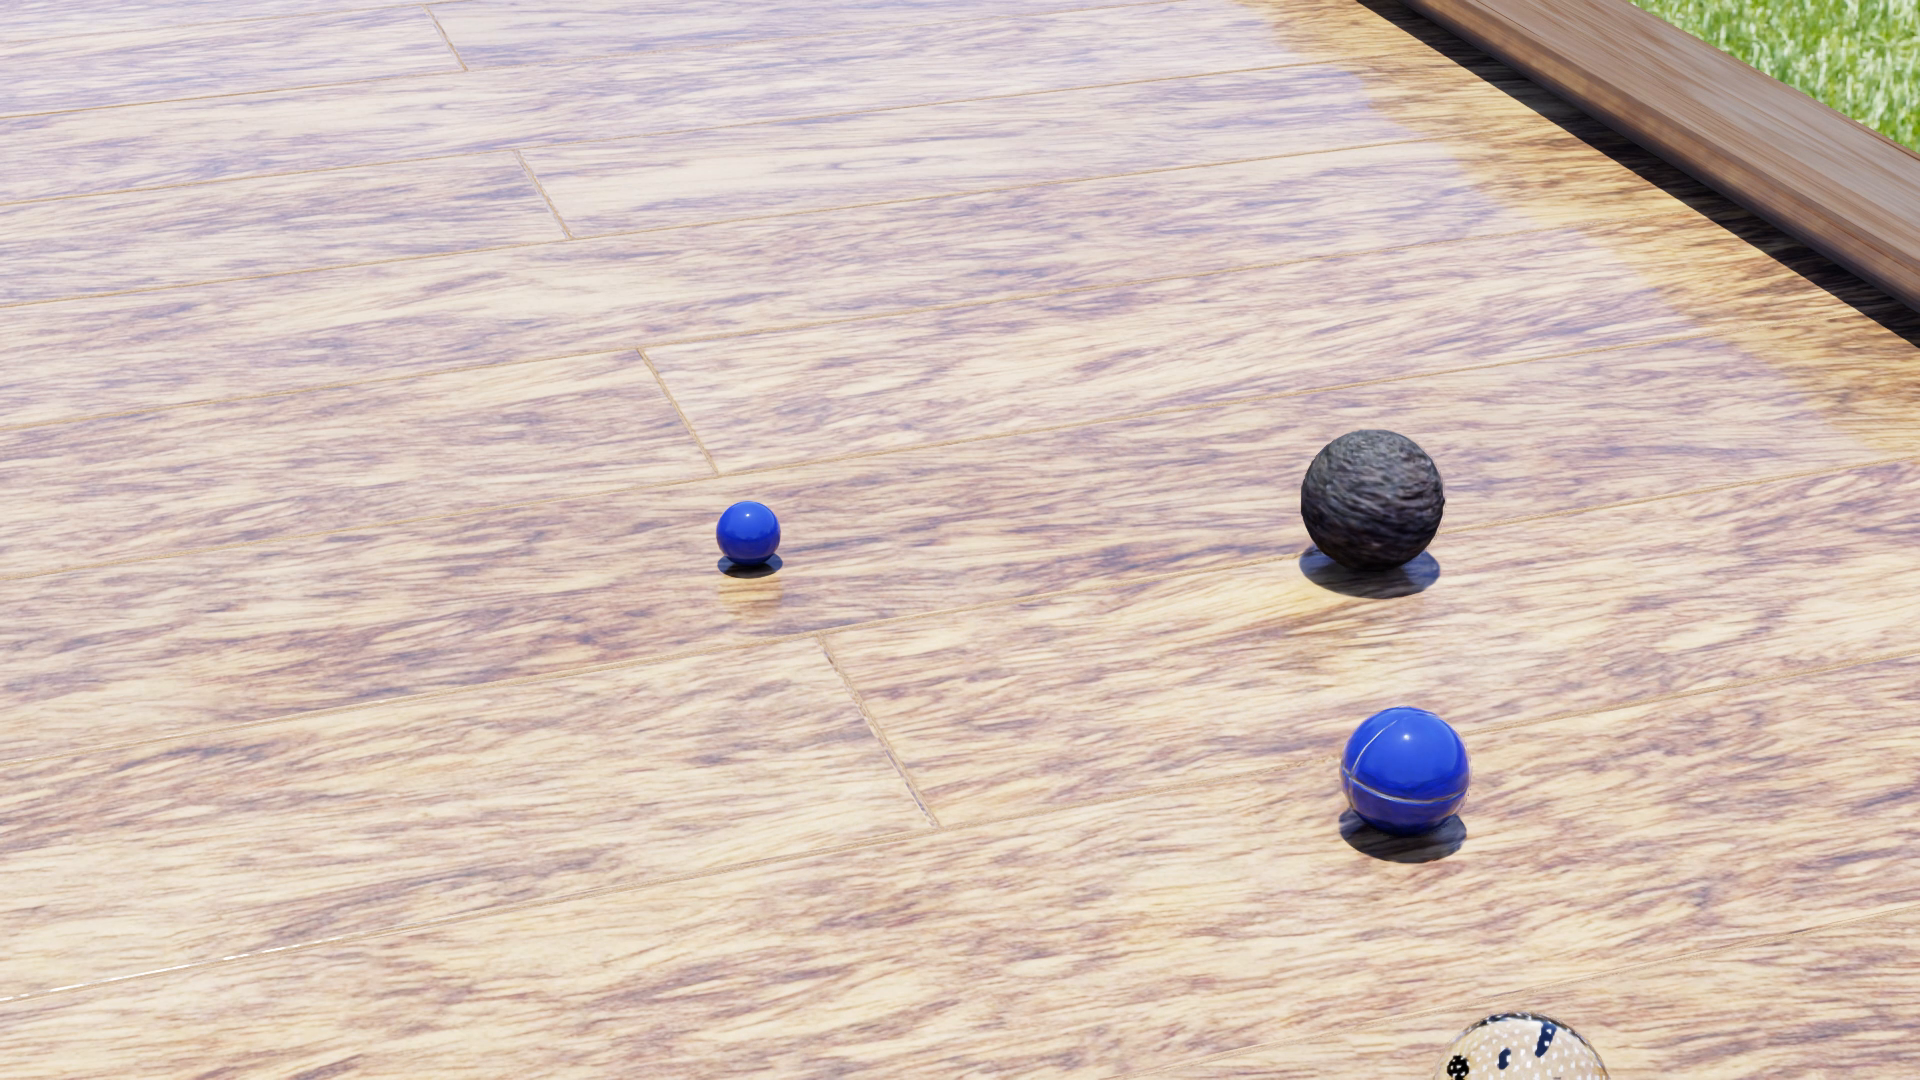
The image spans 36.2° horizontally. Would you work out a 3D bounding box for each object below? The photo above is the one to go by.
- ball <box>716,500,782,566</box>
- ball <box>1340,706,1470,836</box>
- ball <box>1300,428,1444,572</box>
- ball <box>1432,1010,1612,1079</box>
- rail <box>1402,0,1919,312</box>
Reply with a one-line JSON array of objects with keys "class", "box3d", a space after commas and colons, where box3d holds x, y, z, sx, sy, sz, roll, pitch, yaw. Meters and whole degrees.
[{"class": "ball", "box3d": [-0.142, -0.004, 1.976, 0.044, 0.044, 0.044, 0, 27, 0]}, {"class": "ball", "box3d": [0.253, 0.131, 1.673, 0.074, 0.074, 0.074, 0, 27, 0]}, {"class": "ball", "box3d": [0.275, -0.027, 1.963, 0.095, 0.095, 0.095, 0, 27, 0]}, {"class": "ball", "box3d": [0.266, 0.266, 1.391, 0.086, 0.086, 0.086, 0, 27, 0]}, {"class": "rail", "box3d": [0.555, -0.502, 2.875, 0.045, 0.124, 3.287, -9, 28, -17]}]
